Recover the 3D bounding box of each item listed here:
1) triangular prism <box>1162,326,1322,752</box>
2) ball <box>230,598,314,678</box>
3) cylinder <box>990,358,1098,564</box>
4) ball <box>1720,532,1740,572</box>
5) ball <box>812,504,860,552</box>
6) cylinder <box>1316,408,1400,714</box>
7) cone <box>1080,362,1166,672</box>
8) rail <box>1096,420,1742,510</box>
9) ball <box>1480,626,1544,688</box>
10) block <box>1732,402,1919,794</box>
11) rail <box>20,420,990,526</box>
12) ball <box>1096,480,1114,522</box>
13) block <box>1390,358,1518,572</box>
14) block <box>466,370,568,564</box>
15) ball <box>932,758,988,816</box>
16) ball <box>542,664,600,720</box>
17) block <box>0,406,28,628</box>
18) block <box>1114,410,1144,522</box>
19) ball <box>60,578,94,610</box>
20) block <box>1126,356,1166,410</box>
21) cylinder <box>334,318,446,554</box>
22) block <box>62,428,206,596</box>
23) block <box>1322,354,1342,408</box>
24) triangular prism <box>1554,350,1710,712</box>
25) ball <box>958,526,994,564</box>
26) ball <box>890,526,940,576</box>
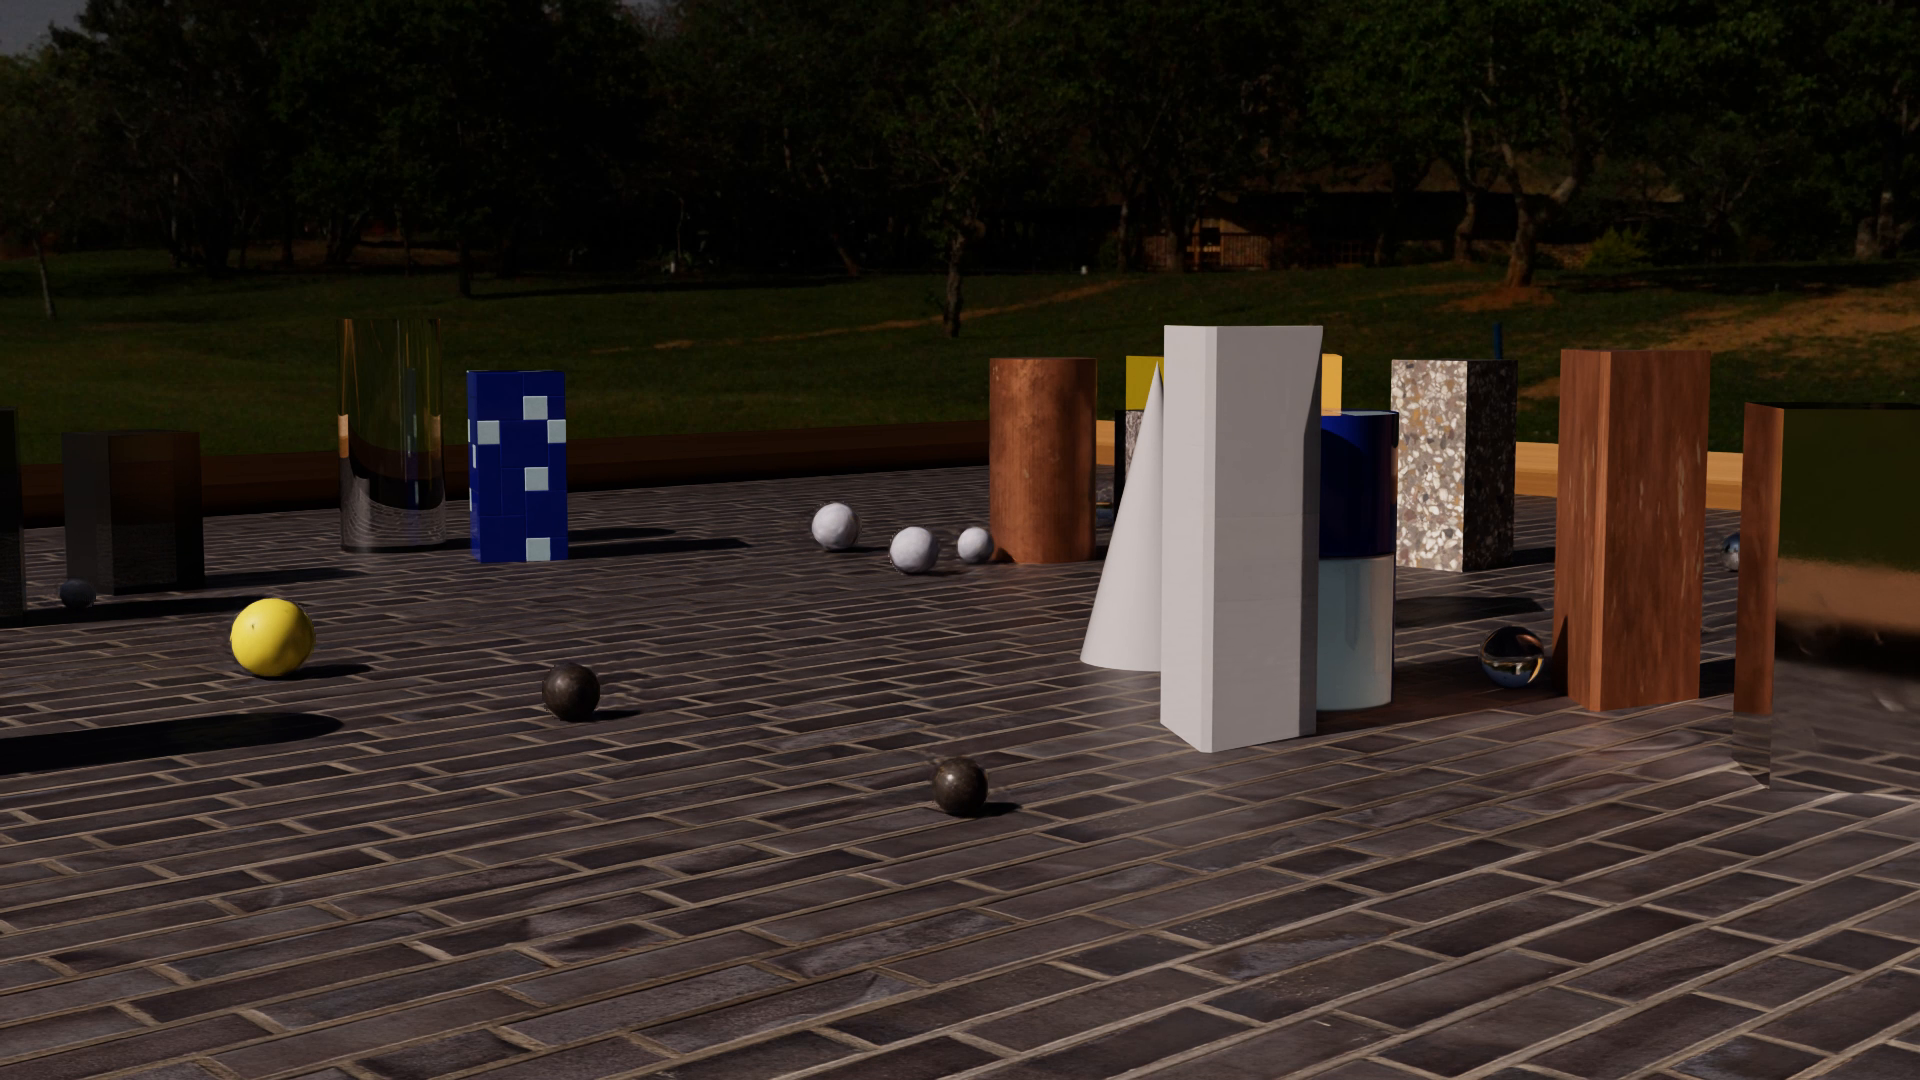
[{"bbox_3d":[0.265,-0.009,2.296,0.166,0.426,0.144,-5,8,-40],"label":"triangular prism"},{"bbox_3d":[-0.833,0.118,2.662,0.096,0.096,0.096,0,6,0],"label":"ball"},{"bbox_3d":[0.148,-0.146,3.926,0.191,0.356,0.191,0,6,0],"label":"cylinder"},{"bbox_3d":[1.322,0.021,3.725,0.068,0.068,0.068,0,6,0],"label":"ball"},{"bbox_3d":[-0.228,-0.024,4.043,0.089,0.089,0.089,0,6,0],"label":"ball"},{"bbox_3d":[0.400,0.018,2.505,0.191,0.328,0.191,0,6,0],"label":"cylinder"},{"bbox_3d":[0.248,-0.037,2.783,0.191,0.380,0.191,0,6,0],"label":"cone"},{"bbox_3d":[1.682,-0.130,4.875,0.045,0.124,4.322,-6,8,-42],"label":"rail"},{"bbox_3d":[0.650,0.137,2.588,0.074,0.074,0.074,0,6,0],"label":"ball"},{"bbox_3d":[0.834,0.050,2.083,0.153,0.353,0.153,1,6,7],"label":"block"},{"bbox_3d":[-1.449,-0.132,4.894,4.624,0.124,0.045,-6,8,-42],"label":"rail"},{"bbox_3d":[0.302,-0.081,4.504,0.085,0.085,0.085,0,6,0],"label":"ball"},{"bbox_3d":[0.854,-0.134,3.814,0.153,0.356,0.153,-6,8,-43],"label":"block"},{"bbox_3d":[-0.793,-0.135,3.935,0.153,0.333,0.153,-2,6,-19],"label":"block"},{"bbox_3d":[0.000,0.217,1.939,0.051,0.051,0.051,0,6,0],"label":"ball"},{"bbox_3d":[-0.422,0.165,2.388,0.061,0.061,0.061,0,6,0],"label":"ball"},{"bbox_3d":[-1.410,-0.033,3.107,0.153,0.304,0.153,-2,6,-21],"label":"block"},{"bbox_3d":[0.382,-0.099,3.922,0.153,0.263,0.153,-3,7,-30],"label":"block"},{"bbox_3d":[-1.311,0.079,3.265,0.047,0.047,0.047,0,6,0],"label":"ball"},{"bbox_3d":[0.442,-0.200,4.475,0.153,0.348,0.153,-3,7,-26],"label":"block"},{"bbox_3d":[-1.056,-0.197,4.080,0.191,0.425,0.191,0,6,0],"label":"cylinder"},{"bbox_3d":[-1.320,-0.048,3.513,0.153,0.248,0.153,5,8,42],"label":"block"},{"bbox_3d":[0.445,-0.066,3.058,0.153,0.380,0.153,1,6,6],"label":"block"},{"bbox_3d":[0.739,-0.019,2.521,0.166,0.397,0.144,-3,7,-30],"label":"triangular prism"},{"bbox_3d":[0.028,0.009,3.844,0.065,0.065,0.065,0,6,0],"label":"ball"},{"bbox_3d":[-0.076,0.018,3.682,0.081,0.081,0.081,0,6,0],"label":"ball"}]
